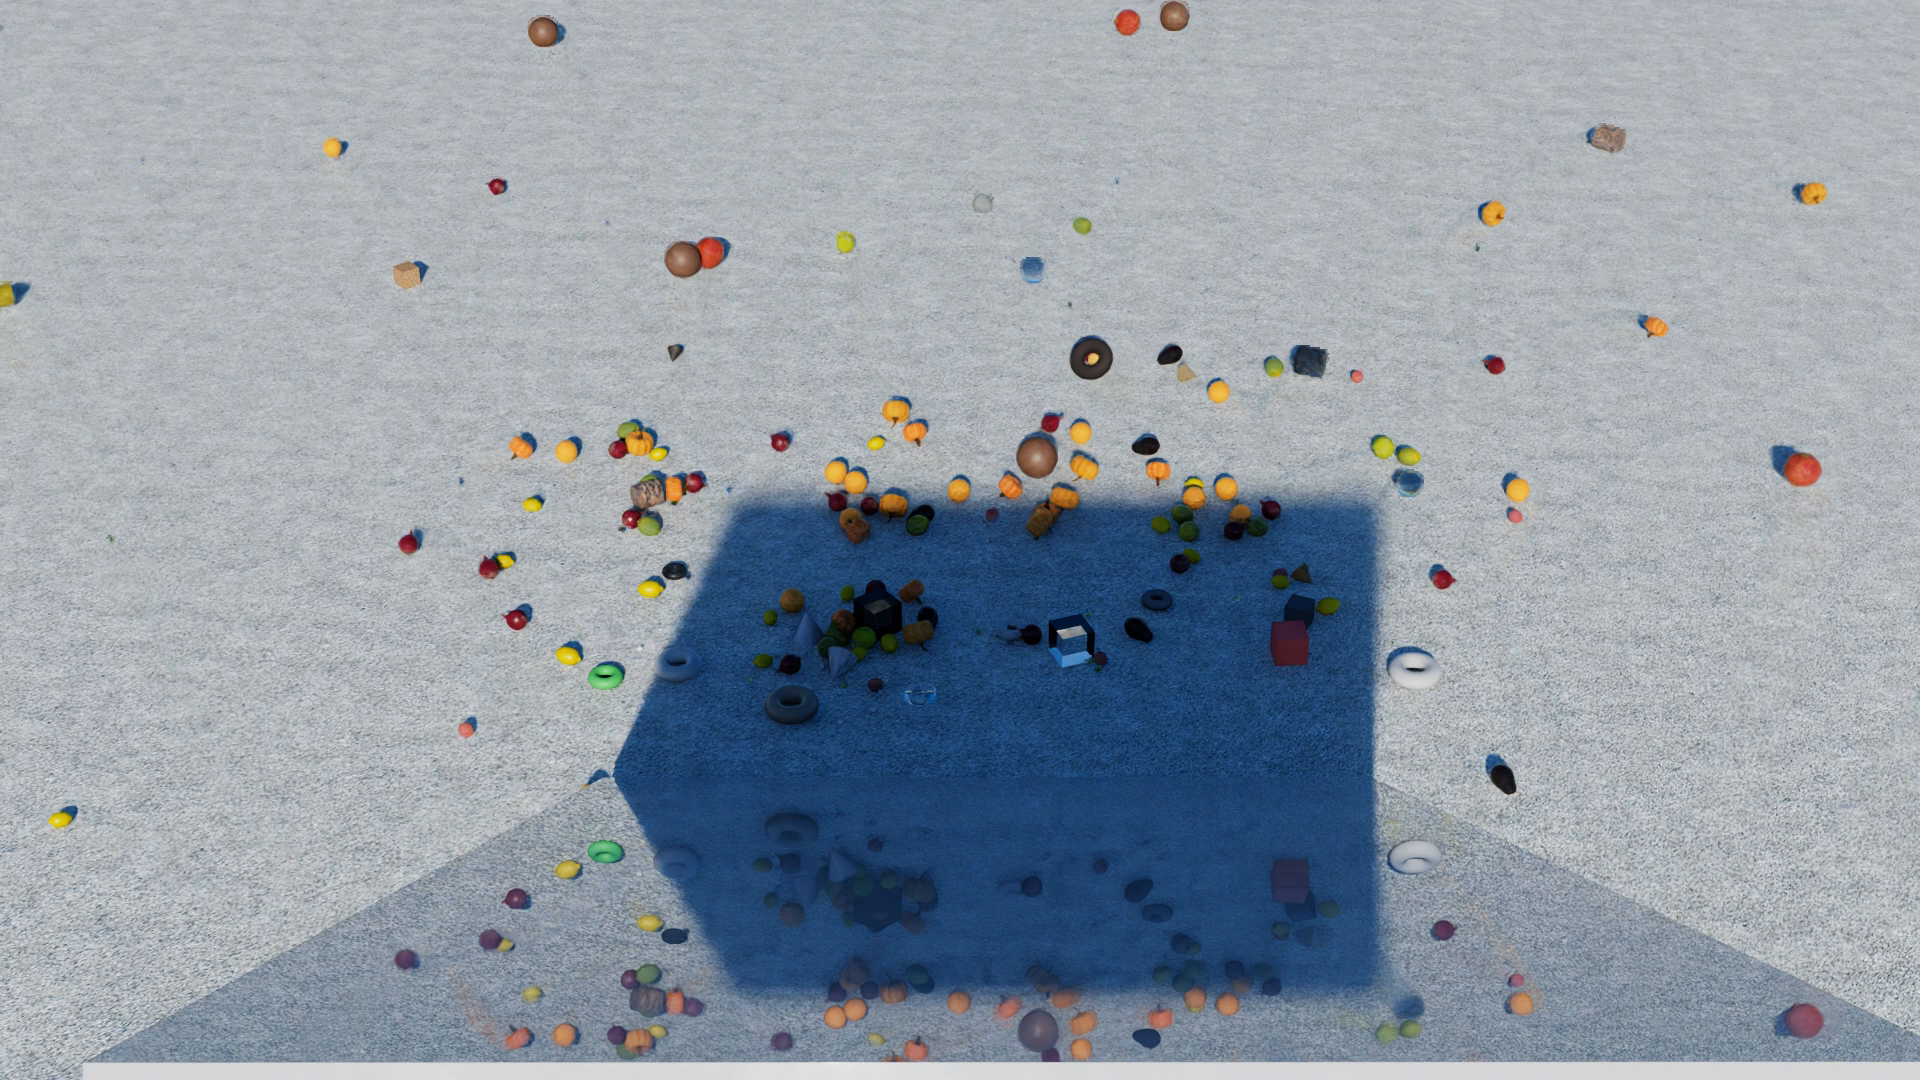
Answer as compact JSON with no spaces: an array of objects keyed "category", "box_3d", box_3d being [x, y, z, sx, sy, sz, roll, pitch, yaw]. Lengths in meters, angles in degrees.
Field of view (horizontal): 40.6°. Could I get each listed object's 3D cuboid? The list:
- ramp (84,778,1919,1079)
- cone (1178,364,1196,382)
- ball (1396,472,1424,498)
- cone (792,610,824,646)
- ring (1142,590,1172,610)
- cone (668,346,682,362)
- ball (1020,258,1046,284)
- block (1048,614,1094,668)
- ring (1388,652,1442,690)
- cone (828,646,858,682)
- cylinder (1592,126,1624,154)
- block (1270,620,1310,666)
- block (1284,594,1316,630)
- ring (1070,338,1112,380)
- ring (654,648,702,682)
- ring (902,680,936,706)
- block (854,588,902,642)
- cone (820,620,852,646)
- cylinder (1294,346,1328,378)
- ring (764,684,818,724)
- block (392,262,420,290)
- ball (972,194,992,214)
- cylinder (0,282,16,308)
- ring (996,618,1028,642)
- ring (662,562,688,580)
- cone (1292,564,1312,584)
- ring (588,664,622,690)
[{"category":"ramp","box_3d":[0.072,0.635,4.740,2.000,0.100,4.000,0,-1,0]},{"category":"cone","box_3d":[0.772,-0.555,8.702,0.062,0.062,0.062,12,23,-34]},{"category":"ball","box_3d":[1.398,-0.171,8.052,0.081,0.081,0.081,0,33,0]},{"category":"cone","box_3d":[-0.434,0.239,7.399,0.094,0.094,0.094,0,33,0]},{"category":"ring","box_3d":[0.574,0.174,7.559,0.092,0.031,0.092,0,31,0]},{"category":"cone","box_3d":[-0.974,-0.626,8.816,0.053,0.053,0.053,3,59,5]},{"category":"ball","box_3d":[0.263,-0.962,9.280,0.091,0.091,0.091,0,33,0]},{"category":"block","box_3d":[0.315,0.284,7.325,0.098,0.098,0.098,-12,34,-18]},{"category":"ring","box_3d":[1.271,0.366,7.243,0.148,0.049,0.148,-1,32,1]},{"category":"cone","box_3d":[-0.343,0.360,7.260,0.090,0.090,0.090,12,61,18]},{"category":"cylinder","box_3d":[2.565,-1.584,10.253,0.090,0.090,0.090,26,41,34]},{"category":"block","box_3d":[0.930,0.291,7.321,0.090,0.090,0.090,-2,33,-3]},{"category":"block","box_3d":[0.978,0.209,7.468,0.070,0.070,0.070,14,35,20]},{"category":"ring","box_3d":[0.440,-0.608,8.707,0.148,0.049,0.148,-5,70,13]},{"category":"ring","box_3d":[-0.792,0.350,7.272,0.136,0.045,0.136,0,34,0]},{"category":"ring","box_3d":[-0.113,0.424,7.168,0.095,0.032,0.095,0,34,0]},{"category":"block","box_3d":[-0.236,0.215,7.433,0.098,0.098,0.098,-23,39,-31]},{"category":"cone","box_3d":[-0.344,0.282,7.376,0.080,0.080,0.080,28,36,2]},{"category":"cylinder","box_3d":[1.177,-0.596,8.708,0.091,0.091,0.091,12,34,18]},{"category":"ring","box_3d":[-0.462,0.451,7.110,0.148,0.049,0.148,-1,33,1]},{"category":"block","box_3d":[-1.980,-0.948,9.280,0.067,0.067,0.067,-25,40,-34]},{"category":"ball","box_3d":[0.085,-1.269,9.773,0.076,0.076,0.076,0,33,0]},{"category":"cylinder","box_3d":[-3.378,-0.858,9.127,0.080,0.080,0.080,-14,35,-21]},{"category":"ring","box_3d":[0.150,0.257,7.430,0.093,0.031,0.093,0,34,0]},{"category":"ring","box_3d":[-0.847,0.093,7.692,0.075,0.025,0.075,1,32,0]},{"category":"cone","box_3d":[1.022,0.109,7.663,0.062,0.062,0.062,48,46,4]},{"category":"ring","box_3d":[-0.989,0.382,7.232,0.097,0.032,0.097,1,31,0]}]
